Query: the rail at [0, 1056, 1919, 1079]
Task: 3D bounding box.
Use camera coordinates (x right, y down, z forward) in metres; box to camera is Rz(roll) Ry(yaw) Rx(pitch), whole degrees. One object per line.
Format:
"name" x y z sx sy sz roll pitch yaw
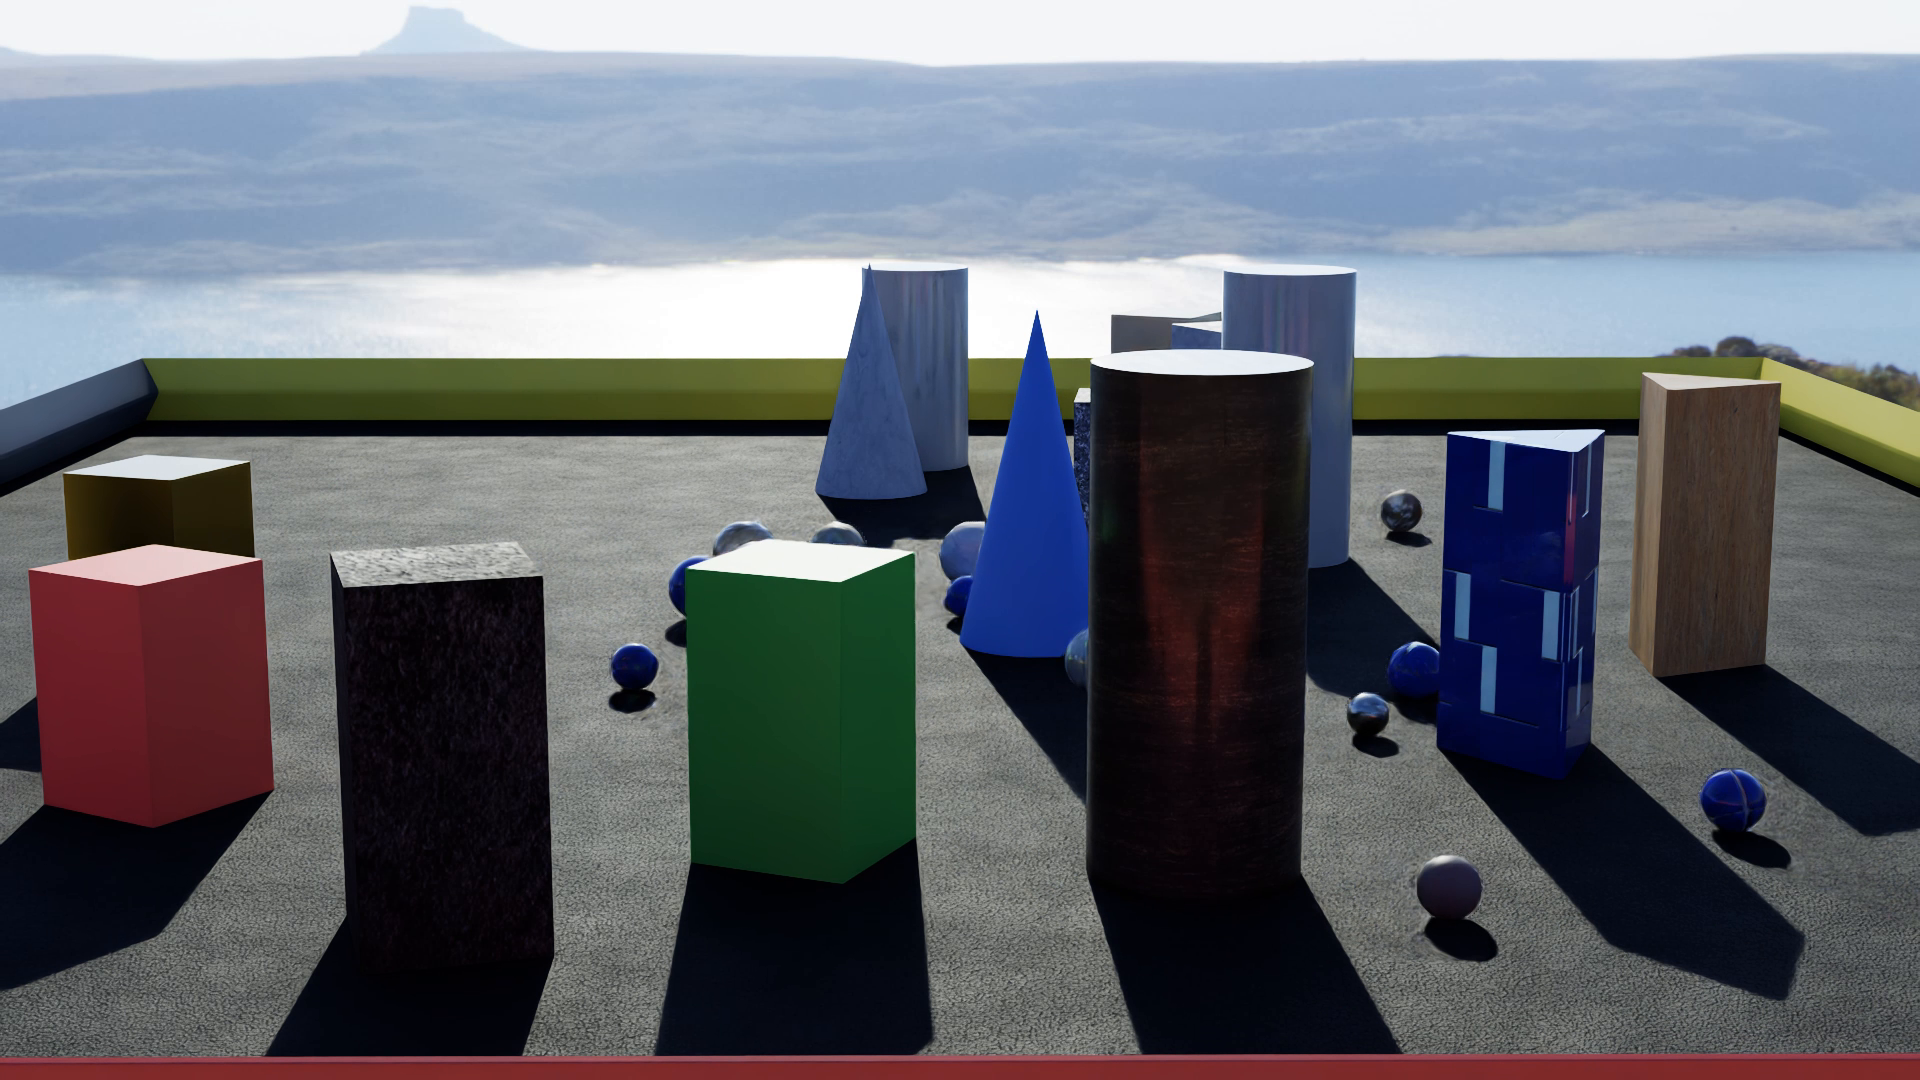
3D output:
"rail" 0.011 0.375 1.602 3.360 0.127 0.045 0 11 0

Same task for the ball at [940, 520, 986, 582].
"ball" 0.020 0.022 3.595 0.098 0.098 0.098 0 11 0

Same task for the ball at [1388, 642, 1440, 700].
"ball" 0.530 0.152 2.979 0.067 0.067 0.067 0 11 0

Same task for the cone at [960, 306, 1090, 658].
"cone" 0.096 -0.082 3.250 0.196 0.428 0.196 0 11 0

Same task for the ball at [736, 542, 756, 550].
"ball" -0.277 0.045 3.499 0.087 0.087 0.087 0 11 0

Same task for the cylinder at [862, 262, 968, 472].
"cylinder" -0.082 -0.320 4.712 0.196 0.363 0.196 0 11 0

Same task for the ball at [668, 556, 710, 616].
"ball" -0.344 0.064 3.403 0.086 0.086 0.086 0 11 0

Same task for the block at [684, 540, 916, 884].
"block" -0.145 0.155 2.386 0.157 0.277 0.157 5 11 24

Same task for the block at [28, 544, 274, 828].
"block" -0.806 0.141 2.563 0.157 0.239 0.157 6 12 31

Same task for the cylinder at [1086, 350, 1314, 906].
"cylinder" 0.213 0.073 2.305 0.196 0.468 0.196 0 11 0

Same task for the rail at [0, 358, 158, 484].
"rail" -1.656 0.034 3.440 0.045 0.127 3.803 0 11 0

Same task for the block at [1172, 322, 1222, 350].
"block" 0.460 -0.208 4.280 0.157 0.299 0.157 -6 12 -28

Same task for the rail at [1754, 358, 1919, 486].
"rail" 1.656 0.031 3.458 0.045 0.127 3.803 0 11 0

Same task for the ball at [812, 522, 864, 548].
"ball" -0.176 0.014 3.687 0.079 0.079 0.079 0 11 0

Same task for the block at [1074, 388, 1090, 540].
"block" 0.245 -0.079 3.691 0.157 0.260 0.157 1 11 5

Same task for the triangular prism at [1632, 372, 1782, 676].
"triangular prism" 0.884 -0.025 3.161 0.170 0.348 0.147 -5 12 -25

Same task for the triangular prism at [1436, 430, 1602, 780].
"triangular prism" 0.626 0.059 2.726 0.147 0.342 0.170 -8 13 -36

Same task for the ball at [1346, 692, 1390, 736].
"ball" 0.448 0.191 2.818 0.047 0.047 0.047 0 11 0

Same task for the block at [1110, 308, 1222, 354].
"block" 0.380 -0.279 4.716 0.157 0.279 0.157 5 12 27

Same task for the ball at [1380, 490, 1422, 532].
"ball" 0.696 -0.046 4.046 0.066 0.066 0.066 0 11 0

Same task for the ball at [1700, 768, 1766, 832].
"ball" 0.743 0.250 2.465 0.060 0.060 0.060 0 11 0

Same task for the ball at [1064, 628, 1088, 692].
"ball" 0.162 0.141 3.005 0.079 0.079 0.079 0 11 0

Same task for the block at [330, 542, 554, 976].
"block" -0.434 0.177 2.146 0.157 0.321 0.157 -3 11 -17

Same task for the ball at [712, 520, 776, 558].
"ball" -0.303 0.019 3.620 0.094 0.094 0.094 0 11 0

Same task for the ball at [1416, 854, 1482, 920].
"ball" 0.421 0.300 2.211 0.056 0.056 0.056 0 11 0

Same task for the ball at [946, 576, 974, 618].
"ball" 0.010 0.076 3.412 0.057 0.057 0.057 0 11 0

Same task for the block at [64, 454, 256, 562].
"block" -0.985 0.028 3.174 0.157 0.239 0.157 4 11 20

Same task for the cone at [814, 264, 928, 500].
"cone" -0.154 -0.281 4.412 0.196 0.395 0.196 0 11 0

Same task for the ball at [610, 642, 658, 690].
"ball" -0.384 0.149 3.022 0.056 0.056 0.056 0 11 0

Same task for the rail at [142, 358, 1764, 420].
"rail" -0.011 -0.310 5.295 3.360 0.127 0.045 0 11 0

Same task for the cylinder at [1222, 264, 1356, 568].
"cylinder" 0.484 -0.186 3.810 0.196 0.429 0.196 0 11 0
